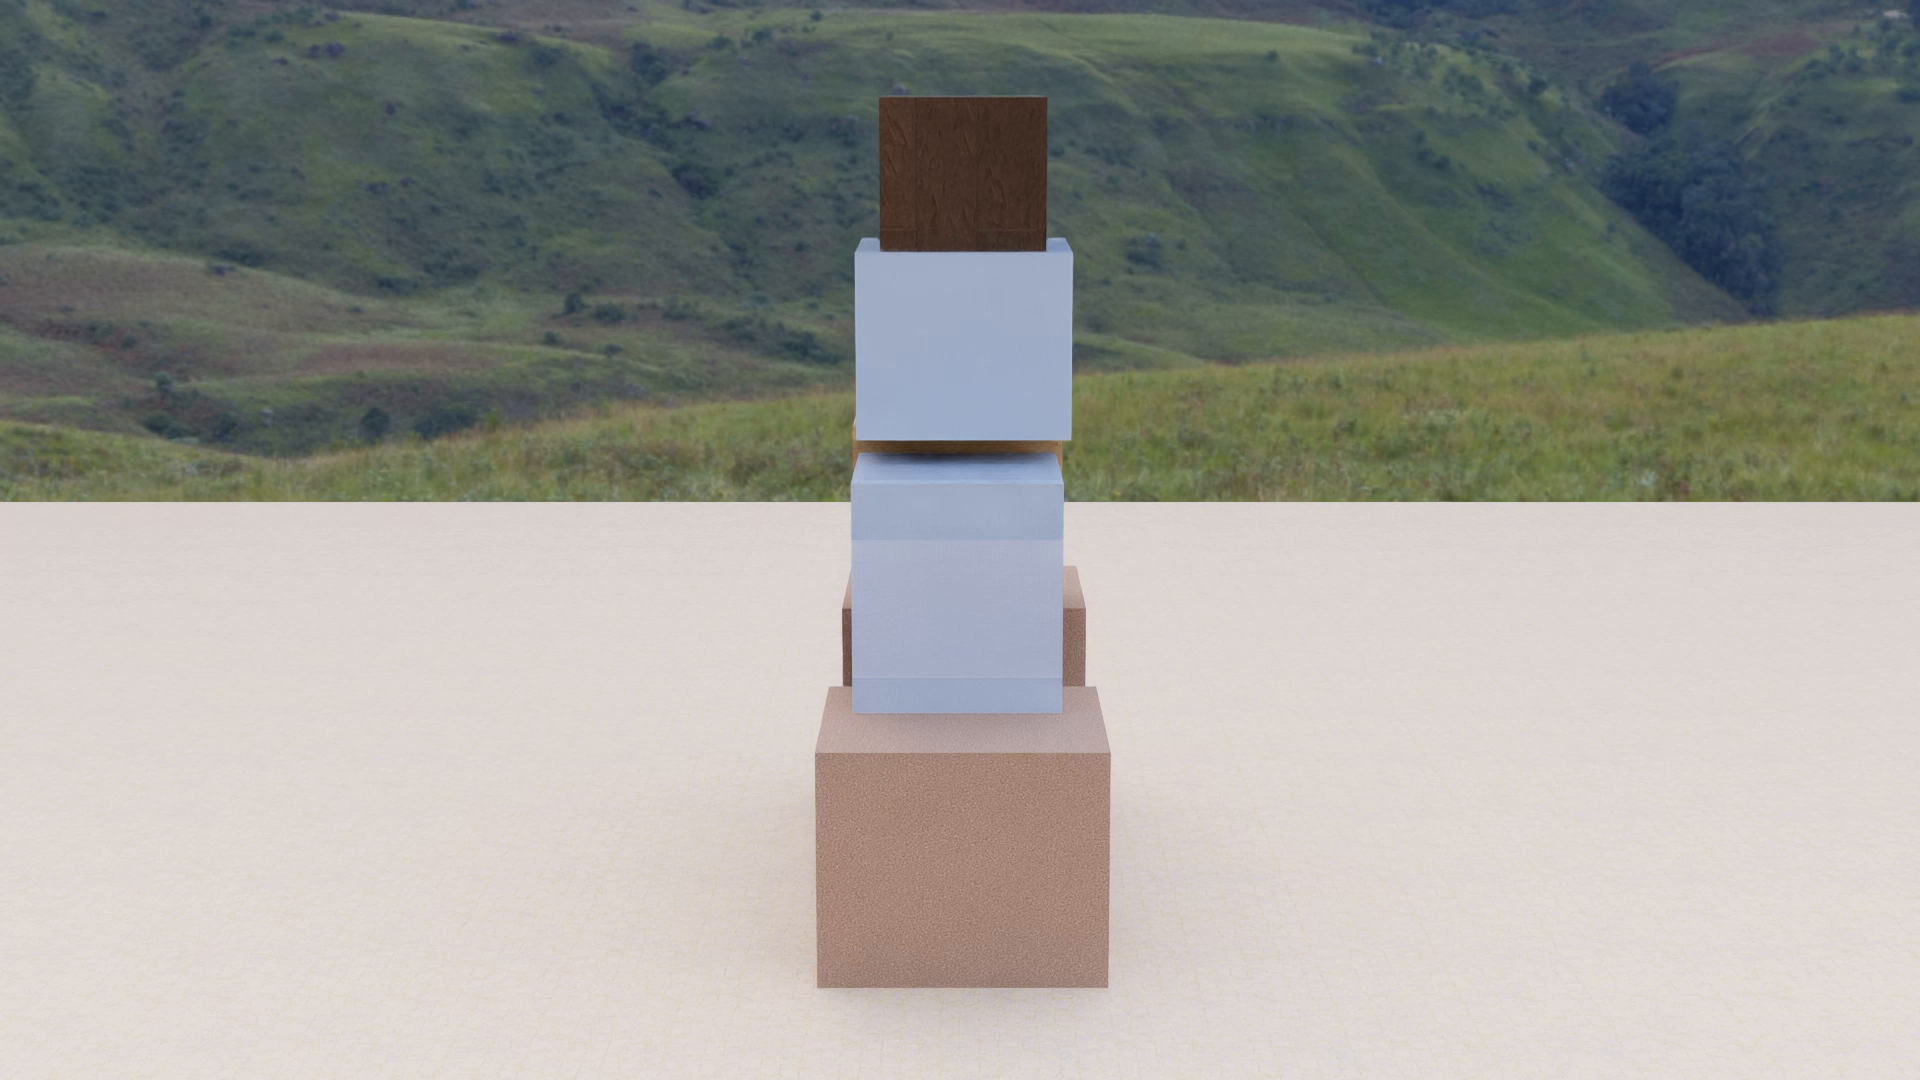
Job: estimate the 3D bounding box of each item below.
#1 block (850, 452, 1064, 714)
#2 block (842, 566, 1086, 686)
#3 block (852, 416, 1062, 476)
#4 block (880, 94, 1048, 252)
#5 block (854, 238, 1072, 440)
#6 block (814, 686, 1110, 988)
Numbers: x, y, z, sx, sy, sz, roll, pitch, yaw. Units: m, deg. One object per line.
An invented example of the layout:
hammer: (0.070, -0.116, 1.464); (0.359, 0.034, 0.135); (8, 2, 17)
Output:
block: (-0.011, 0.163, 10.757); (0.852, 0.943, 0.859); (0, 10, 0)
block: (0.019, 0.760, 12.311); (1.114, 1.099, 1.032); (0, 10, 0)
block: (-0.011, -0.129, 11.592); (0.908, 0.909, 0.881); (0, 11, 0)
block: (0.013, -1.565, 10.865); (0.688, 0.628, 0.653); (0, 11, 0)
block: (0.016, -0.874, 11.002); (0.896, 0.780, 0.794); (0, 11, 0)
block: (0.011, 1.182, 10.428); (1.133, 0.944, 1.082); (0, 10, 0)
